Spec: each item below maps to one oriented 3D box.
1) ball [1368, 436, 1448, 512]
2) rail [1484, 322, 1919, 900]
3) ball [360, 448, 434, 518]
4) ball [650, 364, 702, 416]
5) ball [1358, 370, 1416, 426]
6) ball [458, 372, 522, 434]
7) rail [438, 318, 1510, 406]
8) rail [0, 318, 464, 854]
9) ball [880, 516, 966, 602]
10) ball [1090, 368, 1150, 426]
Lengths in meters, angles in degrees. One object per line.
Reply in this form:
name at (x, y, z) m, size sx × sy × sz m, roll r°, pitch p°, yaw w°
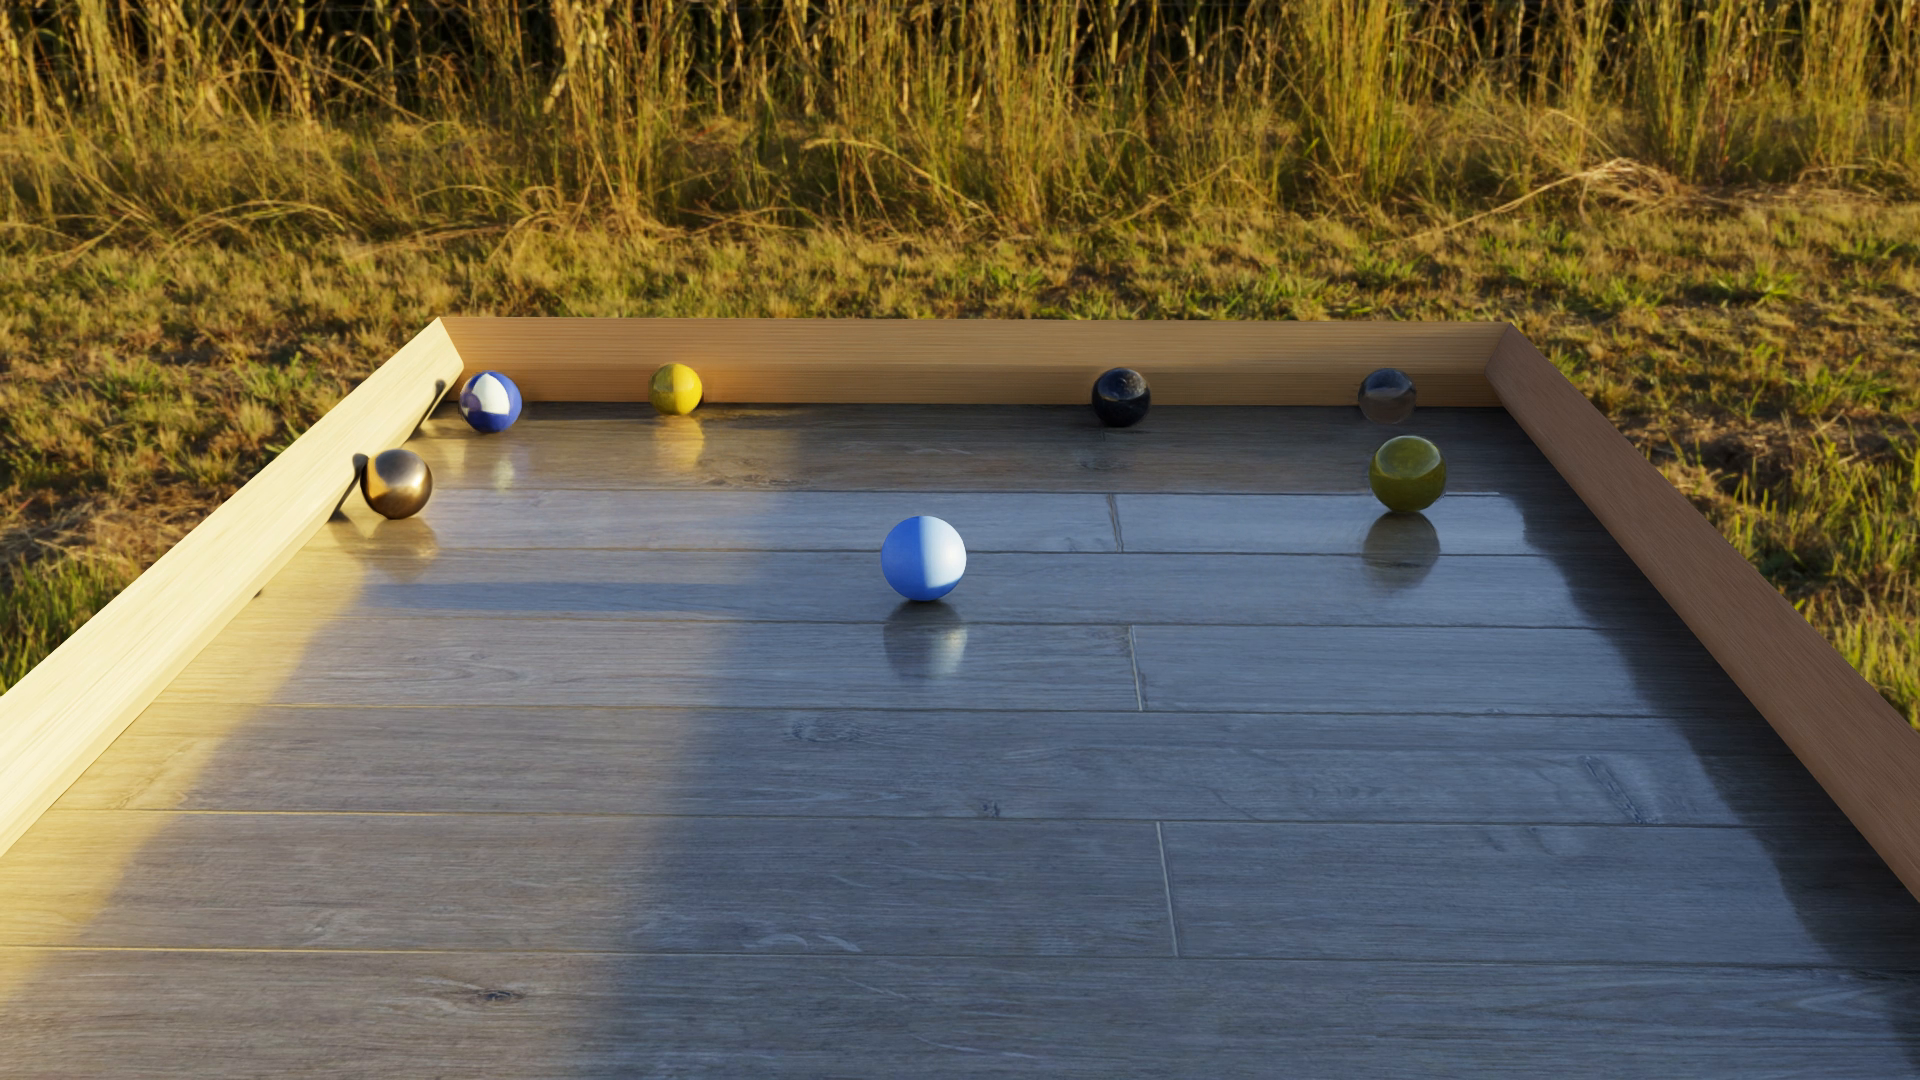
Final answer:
ball at (0.573, -0.084, 2.813) m, size 0.099 × 0.099 × 0.099 m, roll 0°, pitch 18°, yaw 0°
rail at (0.767, 0.236, 1.786) m, size 0.045 × 0.129 × 3.214 m, roll 0°, pitch 18°, yaw 1°
ball at (-0.715, -0.072, 2.791) m, size 0.090 × 0.090 × 0.090 m, roll 0°, pitch 18°, yaw 0°
ball at (-0.423, -0.224, 3.273) m, size 0.078 × 0.078 × 0.078 m, roll 0°, pitch 18°, yaw 0°
ball at (0.625, -0.209, 3.221) m, size 0.082 × 0.082 × 0.082 m, roll 0°, pitch 18°, yaw 0°
ball at (-0.678, -0.198, 3.176) m, size 0.089 × 0.089 × 0.089 m, roll 0°, pitch 18°, yaw 0°
rail at (0.017, -0.263, 3.307) m, size 1.617 × 0.129 × 0.045 m, roll 0°, pitch 18°, yaw 1°
rail at (-0.803, 0.225, 1.819) m, size 0.045 × 0.129 × 3.214 m, roll 0°, pitch 18°, yaw 1°
ball at (-0.041, 0.021, 2.496) m, size 0.097 × 0.097 × 0.097 m, roll 0°, pitch 18°, yaw 0°
ball at (0.234, -0.209, 3.212) m, size 0.087 × 0.087 × 0.087 m, roll 0°, pitch 18°, yaw 0°
